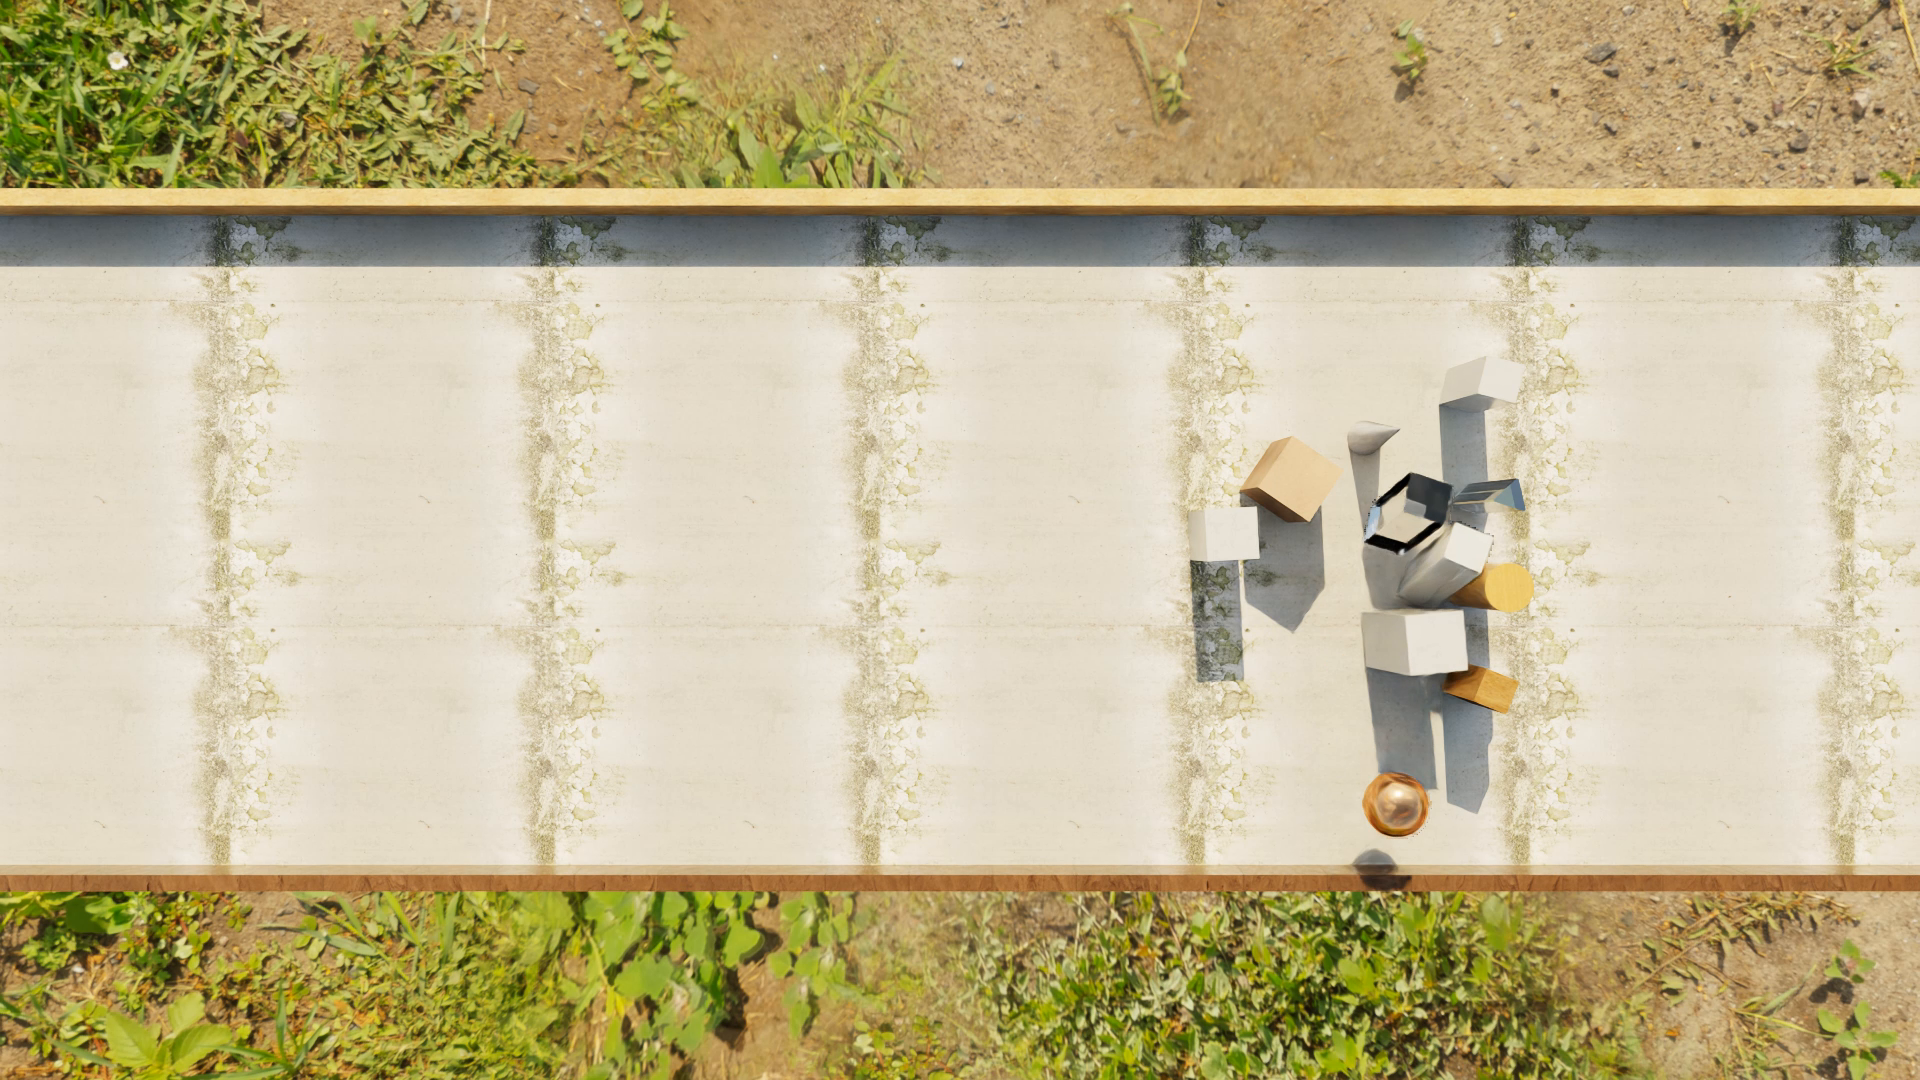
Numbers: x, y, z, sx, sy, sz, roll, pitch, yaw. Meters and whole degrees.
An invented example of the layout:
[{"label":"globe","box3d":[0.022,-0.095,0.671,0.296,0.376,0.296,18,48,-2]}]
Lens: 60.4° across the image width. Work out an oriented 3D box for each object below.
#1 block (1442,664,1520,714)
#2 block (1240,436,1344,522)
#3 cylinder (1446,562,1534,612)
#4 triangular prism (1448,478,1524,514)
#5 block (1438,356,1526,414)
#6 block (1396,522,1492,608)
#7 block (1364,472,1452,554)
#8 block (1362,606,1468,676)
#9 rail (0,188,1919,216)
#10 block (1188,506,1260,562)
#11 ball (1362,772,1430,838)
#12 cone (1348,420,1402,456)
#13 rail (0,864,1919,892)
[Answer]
[{"label":"block","box3d":[1.547,0.437,4.916,0.102,0.322,0.102,22,90,0]},{"label":"block","box3d":[0.983,-0.177,4.916,0.179,0.321,0.179,34,90,0]},{"label":"cylinder","box3d":[1.550,0.135,4.863,0.139,0.426,0.139,0,90,0]},{"label":"triangular prism","box3d":[1.557,-0.135,4.857,0.093,0.440,0.080,18,90,0]},{"label":"block","box3d":[1.541,-0.458,4.886,0.112,0.381,0.112,15,90,0]},{"label":"block","box3d":[1.423,0.082,4.864,0.114,0.405,0.114,24,72,3]},{"label":"block","box3d":[1.330,-0.076,4.908,0.127,0.309,0.127,18,72,-2]},{"label":"block","box3d":[1.340,0.295,4.883,0.171,0.372,0.171,-5,90,-5]},{"label":"rail","box3d":[-2.247,-1.025,5.002,12.000,0.150,0.050,0,90,0]},{"label":"block","box3d":[0.779,-0.017,4.899,0.149,0.355,0.149,-3,90,0]},{"label":"ball","box3d":[1.261,0.765,4.773,0.187,0.187,0.187,0,90,0]},{"label":"cone","box3d":[1.245,-0.314,4.862,0.107,0.428,0.107,0,90,0]},{"label":"rail","box3d":[-2.247,1.025,5.001,12.000,0.150,0.050,0,90,0]}]
